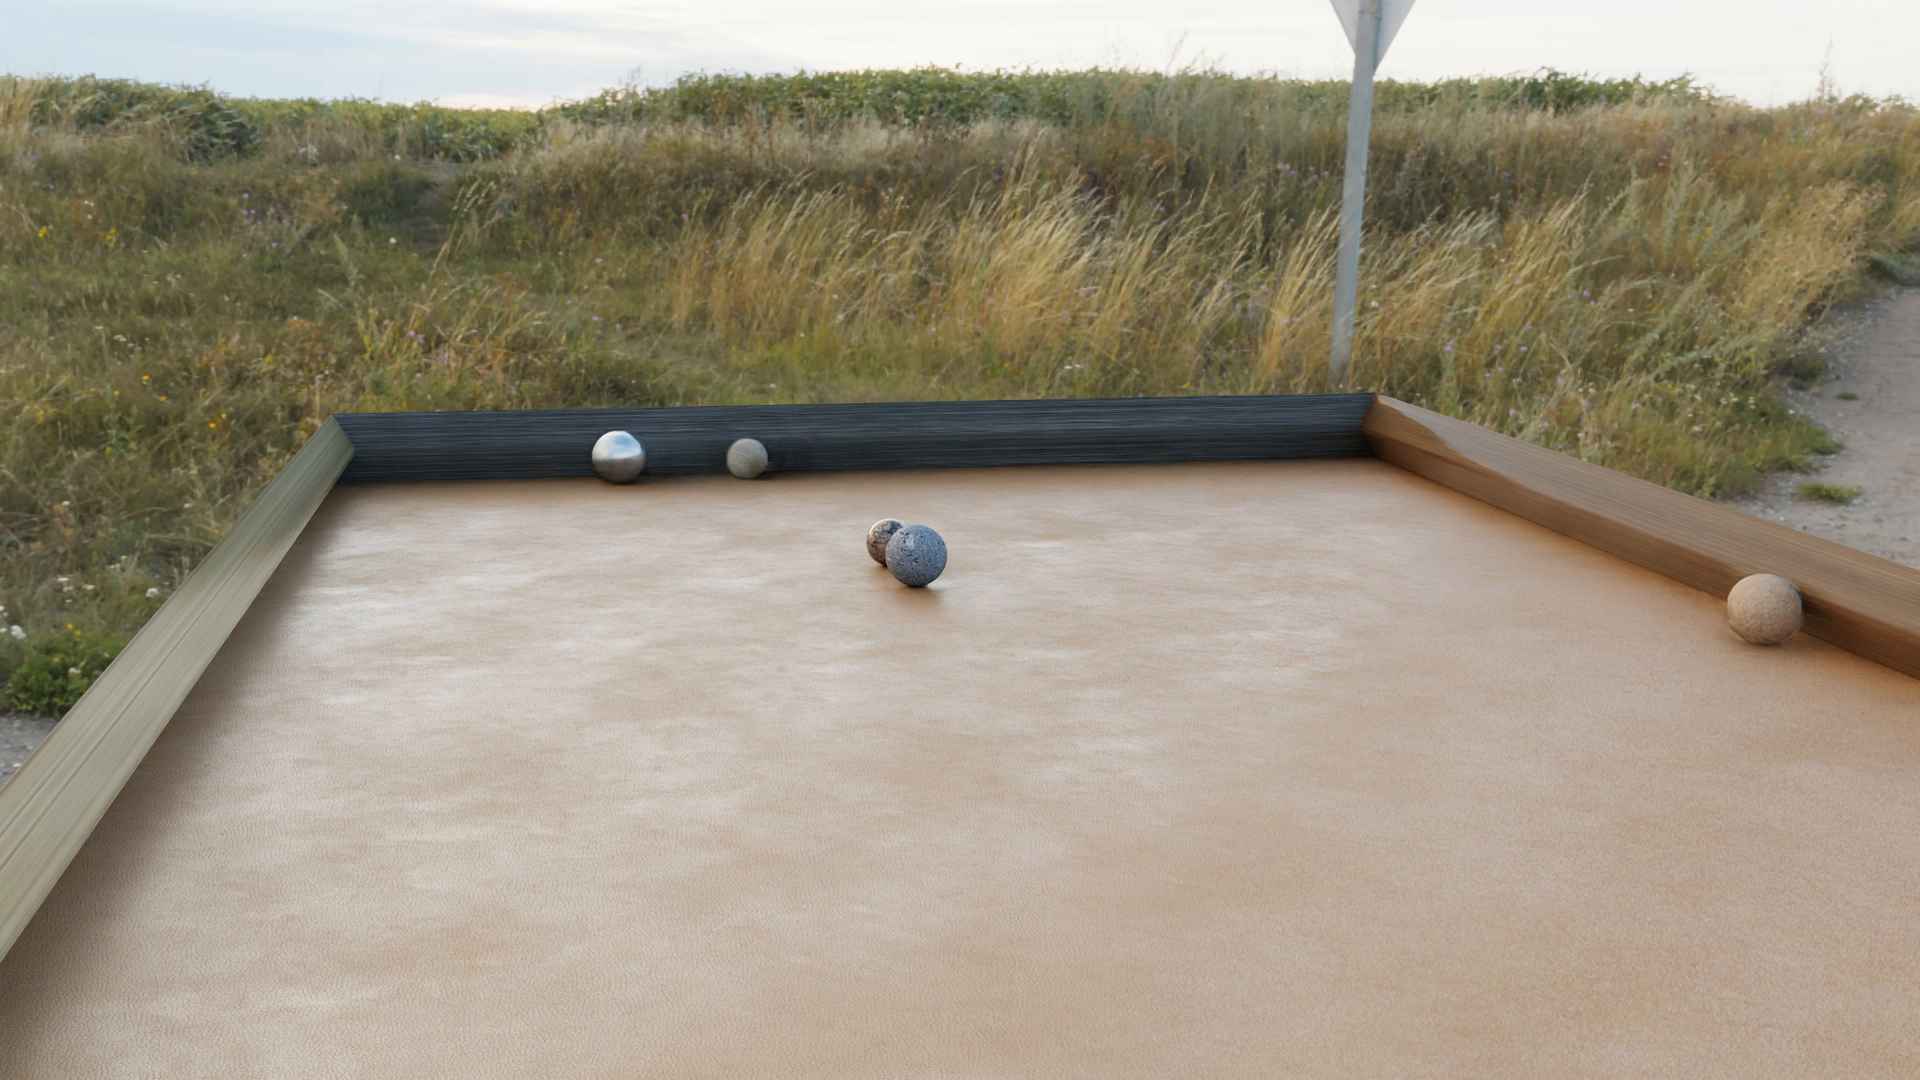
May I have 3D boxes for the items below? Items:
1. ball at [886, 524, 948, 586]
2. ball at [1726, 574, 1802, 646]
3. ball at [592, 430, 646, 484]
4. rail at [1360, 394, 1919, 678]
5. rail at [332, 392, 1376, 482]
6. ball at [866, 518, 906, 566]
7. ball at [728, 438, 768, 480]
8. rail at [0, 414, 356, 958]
[{"bbox_3d":[-0.062,0.022,3.106,0.088,0.088,0.088,0,10,0],"label":"ball"},{"bbox_3d":[1.005,0.086,2.750,0.090,0.090,0.090,0,10,0],"label":"ball"},{"bbox_3d":[-0.623,-0.151,4.013,0.097,0.097,0.097,0,10,0],"label":"ball"},{"bbox_3d":[1.123,0.123,2.446,0.045,0.126,3.908,-2,11,-9],"label":"rail"},{"bbox_3d":[-0.160,-0.193,4.157,1.994,0.126,0.045,-2,11,-9],"label":"rail"},{"bbox_3d":[-0.104,0.003,3.253,0.070,0.070,0.070,0,10,0],"label":"ball"},{"bbox_3d":[-0.393,-0.151,4.069,0.076,0.076,0.076,0,10,0],"label":"ball"},{"bbox_3d":[-0.796,0.183,2.125,0.045,0.126,3.908,-2,11,-9],"label":"rail"}]
